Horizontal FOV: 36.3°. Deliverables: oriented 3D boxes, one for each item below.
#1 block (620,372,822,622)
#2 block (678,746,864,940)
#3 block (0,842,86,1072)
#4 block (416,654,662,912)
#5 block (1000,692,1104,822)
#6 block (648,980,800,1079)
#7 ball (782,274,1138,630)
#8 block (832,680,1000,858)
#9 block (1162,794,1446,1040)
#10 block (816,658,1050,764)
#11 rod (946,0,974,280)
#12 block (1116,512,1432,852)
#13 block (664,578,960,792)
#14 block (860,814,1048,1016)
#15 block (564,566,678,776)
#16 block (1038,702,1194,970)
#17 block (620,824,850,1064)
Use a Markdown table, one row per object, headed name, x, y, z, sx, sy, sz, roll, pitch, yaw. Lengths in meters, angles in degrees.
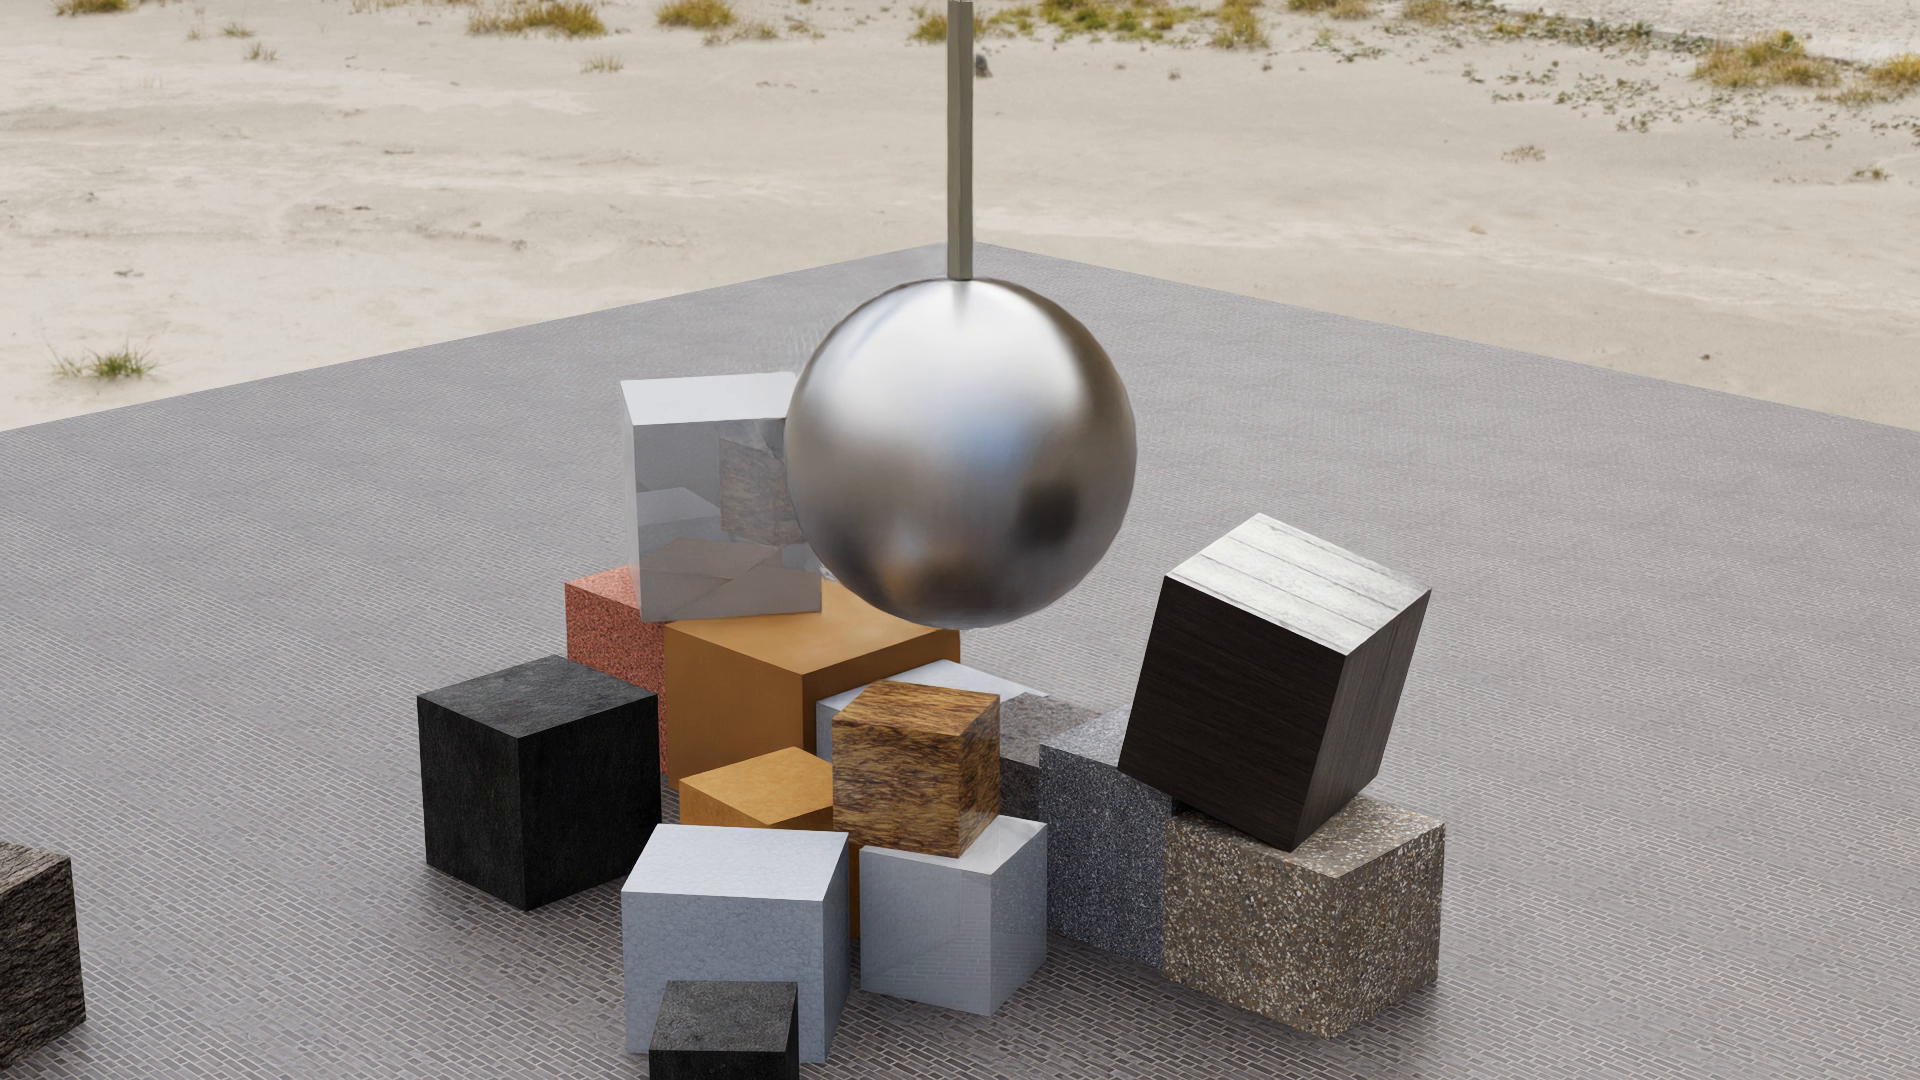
| name | x | y | z | sx | sy | sz | roll | pitch | yaw |
| --- | --- | --- | --- | --- | --- | --- | --- | --- | --- |
| block | -1.199 | -0.229 | 14.615 | 0.882 | 0.991 | 0.919 | -4 | 17 | -10 |
| block | -0.778 | 1.377 | 12.868 | 0.628 | 0.657 | 0.659 | -14 | 22 | -38 |
| block | -4.091 | 1.677 | 11.786 | 0.761 | 0.732 | 0.729 | 8 | 19 | 24 |
| block | -1.924 | 1.099 | 13.464 | 0.759 | 0.829 | 0.789 | 17 | 24 | 42 |
| block | 0.321 | 1.204 | 13.261 | 0.616 | 0.751 | 0.709 | 13 | 22 | 37 |
| block | -0.870 | 2.030 | 10.936 | 0.494 | 0.570 | 0.568 | 0 | 17 | 1 |
| ball | 0.000 | -0.397 | 13.217 | 1.600 | 1.600 | 1.600 | 0 | 17 | 0 |
| block | -0.180 | 0.952 | 12.289 | 0.556 | 0.541 | 0.510 | 6 | 18 | 19 |
| block | 1.442 | 1.514 | 12.333 | 0.869 | 0.715 | 0.781 | 15 | 23 | 40 |
| block | -0.127 | 1.069 | 13.783 | 0.703 | 0.695 | 0.835 | 17 | 24 | 42 |
| rod | 0.000 | -3.640 | 12.198 | 0.080 | 5.200 | 0.080 | -17 | 24 | -42 |
| block | 1.310 | 0.578 | 12.219 | 0.826 | 0.934 | 0.874 | 24 | 29 | 24 |
| block | -0.718 | 0.811 | 14.357 | 0.997 | 0.845 | 1.039 | 17 | 24 | 42 |
| block | -0.023 | 1.545 | 12.366 | 0.596 | 0.637 | 0.585 | 8 | 19 | 24 |
| block | -1.397 | 0.617 | 14.996 | 0.841 | 0.830 | 0.888 | -17 | 24 | -42 |
| block | 0.850 | 1.277 | 12.840 | 0.712 | 0.865 | 0.729 | 14 | 22 | 38 |
| block | -0.900 | 1.636 | 11.962 | 0.805 | 0.707 | 0.682 | 2 | 18 | 6 |
